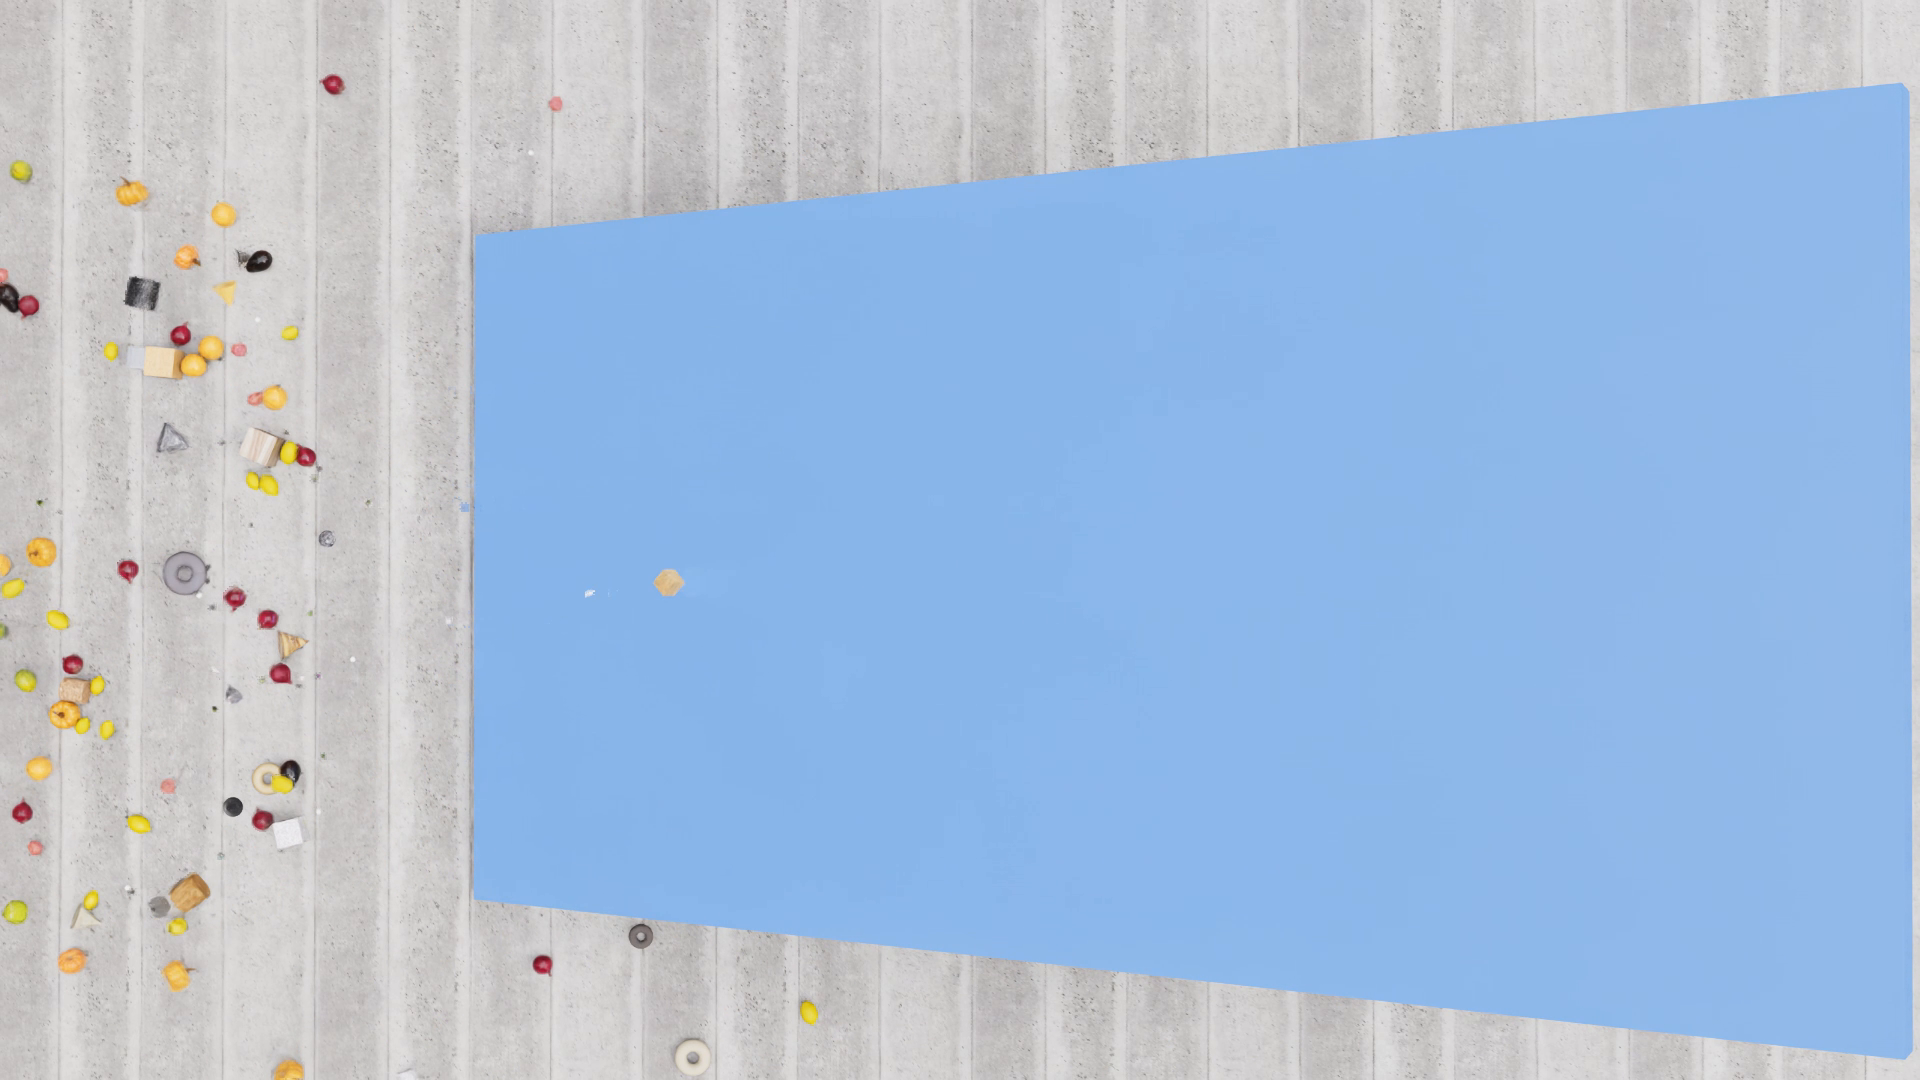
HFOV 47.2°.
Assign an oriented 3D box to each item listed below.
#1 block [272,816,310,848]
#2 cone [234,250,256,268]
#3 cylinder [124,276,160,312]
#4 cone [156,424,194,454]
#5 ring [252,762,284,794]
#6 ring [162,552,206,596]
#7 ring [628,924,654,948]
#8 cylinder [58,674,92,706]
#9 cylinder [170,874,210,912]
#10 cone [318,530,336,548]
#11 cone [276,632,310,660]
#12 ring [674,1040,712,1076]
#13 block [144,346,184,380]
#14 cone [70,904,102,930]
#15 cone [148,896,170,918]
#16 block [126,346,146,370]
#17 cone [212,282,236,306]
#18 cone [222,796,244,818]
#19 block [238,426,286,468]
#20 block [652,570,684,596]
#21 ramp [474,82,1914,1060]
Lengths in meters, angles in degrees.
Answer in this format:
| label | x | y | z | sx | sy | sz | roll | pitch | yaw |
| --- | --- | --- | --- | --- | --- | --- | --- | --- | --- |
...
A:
| label | x | y | z | sx | sy | sz | roll | pitch | yaw |
| --- | --- | --- | --- | --- | --- | --- | --- | --- | --- |
| block | -2.024 | 0.884 | 6.659 | 0.077 | 0.077 | 0.077 | -13 | 90 | 0 |
| cone | -2.174 | -0.859 | 6.700 | 0.058 | 0.058 | 0.058 | -9 | 89 | -27 |
| cylinder | -2.478 | -0.746 | 6.669 | 0.087 | 0.087 | 0.087 | 18 | 100 | 0 |
| cone | -2.380 | -0.296 | 6.687 | 0.097 | 0.097 | 0.097 | 17 | 89 | -26 |
| ring | -2.103 | 0.725 | 6.683 | 0.099 | 0.033 | 0.099 | 0 | 89 | -1 |
| ring | -2.357 | 0.102 | 6.683 | 0.133 | 0.044 | 0.133 | 0 | 91 | -1 |
| ring | -0.969 | 1.205 | 6.683 | 0.075 | 0.025 | 0.075 | 0 | 90 | -1 |
| cylinder | -2.682 | 0.455 | 6.666 | 0.071 | 0.071 | 0.071 | 24 | 89 | 23 |
| cylinder | -2.330 | 1.069 | 6.654 | 0.084 | 0.084 | 0.084 | -36 | 90 | 0 |
| cone | -1.930 | -0.004 | 6.679 | 0.053 | 0.053 | 0.053 | 0 | 89 | 0 |
| cone | -2.021 | 0.313 | 6.683 | 0.088 | 0.088 | 0.088 | -8 | 89 | -27 |
| ring | -0.811 | 1.571 | 6.674 | 0.112 | 0.037 | 0.112 | 0 | 90 | 1 |
| block | -2.413 | -0.536 | 6.667 | 0.087 | 0.087 | 0.087 | 5 | 89 | 0 |
| cone | -2.644 | 1.155 | 6.677 | 0.082 | 0.082 | 0.082 | 24 | 89 | -26 |
| cone | -2.438 | 1.118 | 6.663 | 0.066 | 0.066 | 0.066 | 0 | 89 | 0 |
| block | -2.487 | -0.551 | 6.679 | 0.064 | 0.064 | 0.064 | 5 | 89 | 0 |
| cone | -2.232 | -0.741 | 6.696 | 0.073 | 0.073 | 0.073 | -9 | 116 | 0 |
| cone | -2.215 | 0.813 | 6.668 | 0.061 | 0.061 | 0.061 | 0 | 89 | 0 |
| block | -2.113 | -0.282 | 6.663 | 0.090 | 0.090 | 0.090 | 23 | 90 | 0 |
| block | -0.819 | 0.120 | 6.188 | 0.052 | 0.052 | 0.052 | 49 | 113 | 23 |
| ramp | 0.261 | 0.072 | 5.603 | 4.000 | 0.100 | 2.000 | 0 | 89 | 32 |
